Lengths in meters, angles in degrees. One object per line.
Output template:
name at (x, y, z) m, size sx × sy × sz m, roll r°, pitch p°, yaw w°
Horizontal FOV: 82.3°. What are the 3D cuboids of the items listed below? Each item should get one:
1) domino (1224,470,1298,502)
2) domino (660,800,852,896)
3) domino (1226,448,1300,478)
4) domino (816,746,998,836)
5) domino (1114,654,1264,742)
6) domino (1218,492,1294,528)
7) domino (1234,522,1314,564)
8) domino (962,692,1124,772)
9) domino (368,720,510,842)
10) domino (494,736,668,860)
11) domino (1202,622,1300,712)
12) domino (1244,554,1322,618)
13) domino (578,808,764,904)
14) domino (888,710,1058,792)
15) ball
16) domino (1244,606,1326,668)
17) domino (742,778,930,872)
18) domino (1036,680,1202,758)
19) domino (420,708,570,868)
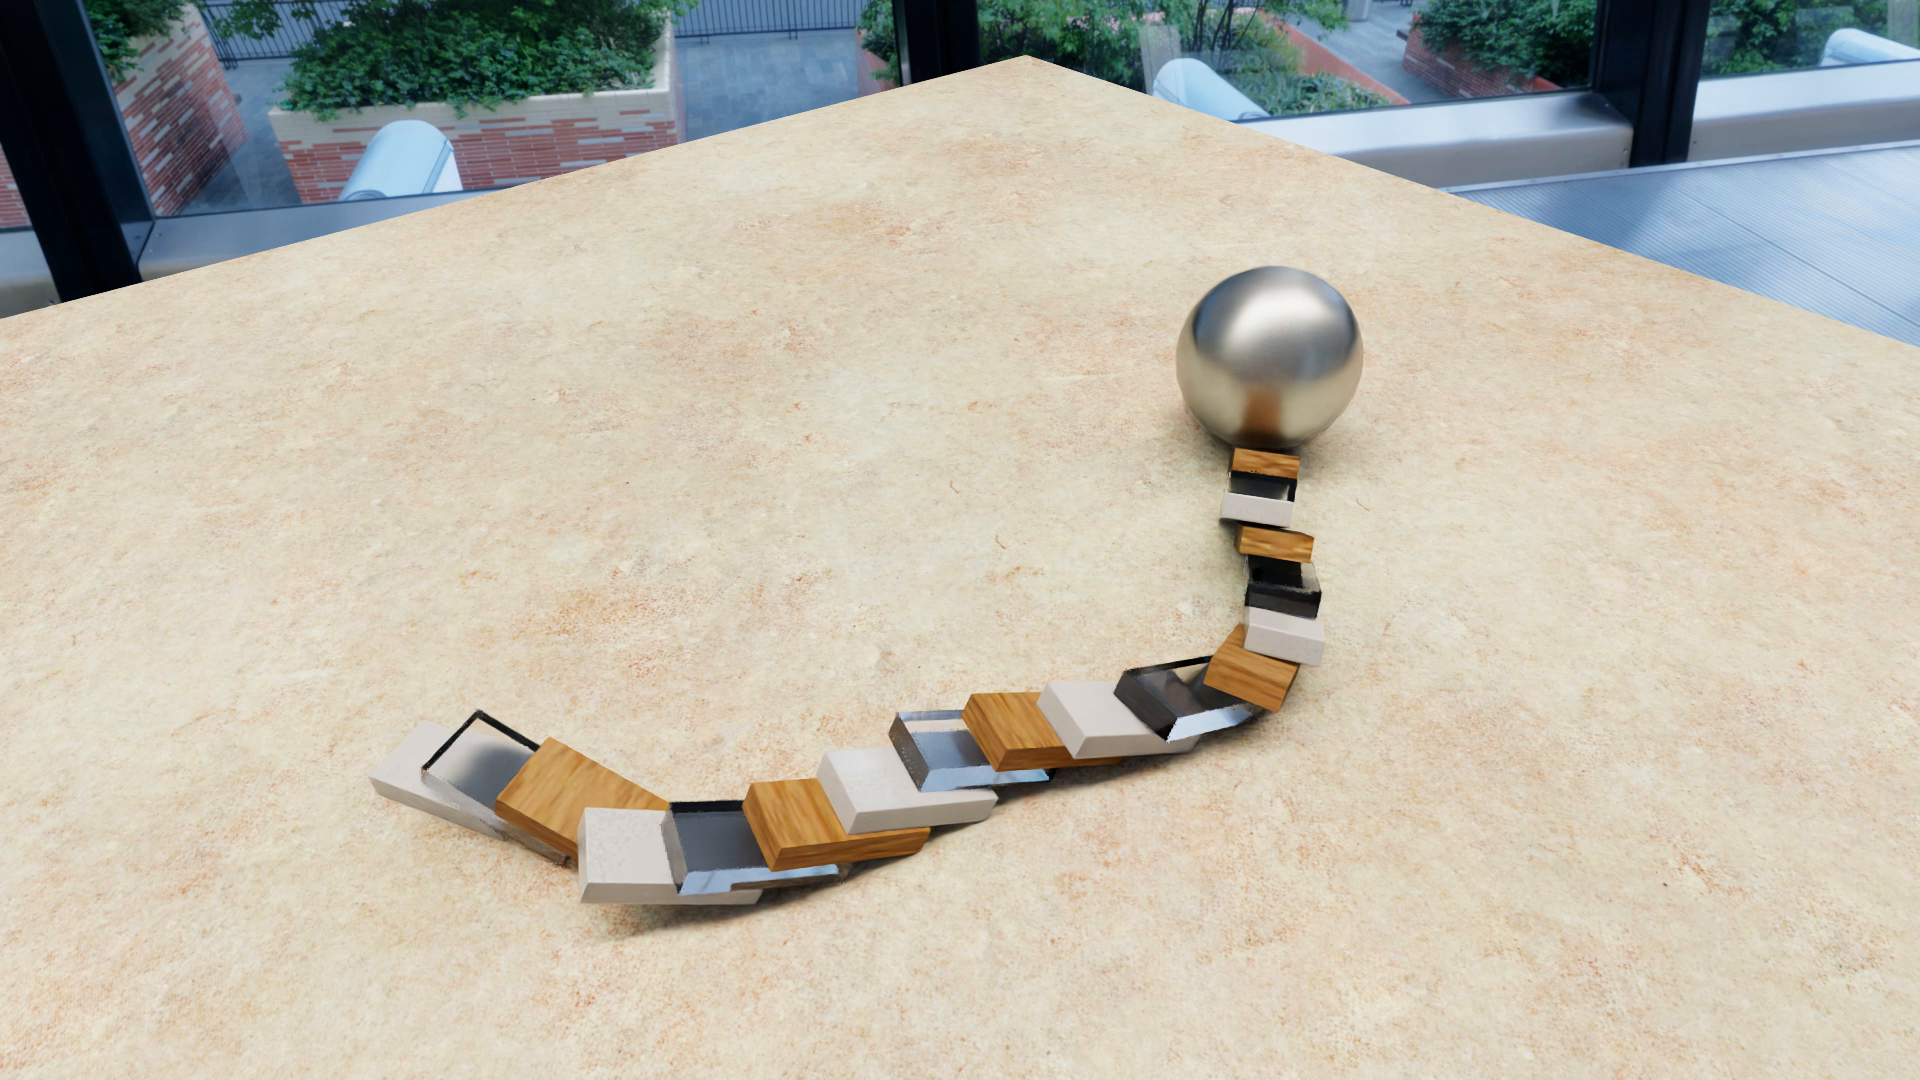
domino at (0.121, -0.020, 0.446) m, size 0.025 × 0.009 × 0.050 m, roll 9°, pitch 2°, yaw 11°
domino at (-0.059, 0.088, 0.320) m, size 0.050 × 0.010 × 0.025 m, roll 7°, pitch 33°, yaw -33°
domino at (0.125, -0.030, 0.457) m, size 0.025 × 0.009 × 0.050 m, roll 9°, pitch 2°, yaw 11°
domino at (-0.016, 0.075, 0.336) m, size 0.050 × 0.010 × 0.025 m, roll 4°, pitch 32°, yaw -35°
domino at (0.078, 0.052, 0.366) m, size 0.050 × 0.010 × 0.025 m, roll -3°, pitch 33°, yaw -41°
domino at (0.116, -0.011, 0.434) m, size 0.025 × 0.009 × 0.050 m, roll 9°, pitch 2°, yaw 12°
domino at (0.119, 0.001, 0.421) m, size 0.025 × 0.009 × 0.050 m, roll 9°, pitch 5°, yaw 11°
domino at (0.028, 0.061, 0.354) m, size 0.050 × 0.009 × 0.025 m, roll 4°, pitch 33°, yaw -33°
domino at (-0.159, 0.076, 0.351) m, size 0.050 × 0.010 × 0.025 m, roll 14°, pitch 41°, yaw 16°
domino at (-0.109, 0.082, 0.329) m, size 0.050 × 0.009 × 0.025 m, roll 29°, pitch 43°, yaw 0°
domino at (0.101, 0.042, 0.374) m, size 0.025 × 0.009 × 0.050 m, roll 21°, pitch 17°, yaw 20°
domino at (0.119, 0.015, 0.408) m, size 0.025 × 0.010 × 0.050 m, roll 10°, pitch 14°, yaw 12°
domino at (-0.083, 0.091, 0.316) m, size 0.050 × 0.009 × 0.025 m, roll 11°, pitch 34°, yaw -28°
domino at (0.005, 0.066, 0.348) m, size 0.050 × 0.010 × 0.025 m, roll 4°, pitch 33°, yaw -33°
ball at (0.136, -0.080, 0.485) m, size 0.080 × 0.080 × 0.080 m, roll 0°, pitch 39°, yaw 0°
domino at (0.114, 0.030, 0.389) m, size 0.025 × 0.010 × 0.050 m, roll 13°, pitch 15°, yaw 12°
domino at (-0.036, 0.083, 0.327) m, size 0.050 × 0.009 × 0.025 m, roll 4°, pitch 32°, yaw -36°
domino at (0.052, 0.058, 0.358) m, size 0.050 × 0.009 × 0.025 m, roll 4°, pitch 33°, yaw -33°
domino at (-0.135, 0.075, 0.336) m, size 0.050 × 0.010 × 0.025 m, roll 30°, pitch 44°, yaw 1°
